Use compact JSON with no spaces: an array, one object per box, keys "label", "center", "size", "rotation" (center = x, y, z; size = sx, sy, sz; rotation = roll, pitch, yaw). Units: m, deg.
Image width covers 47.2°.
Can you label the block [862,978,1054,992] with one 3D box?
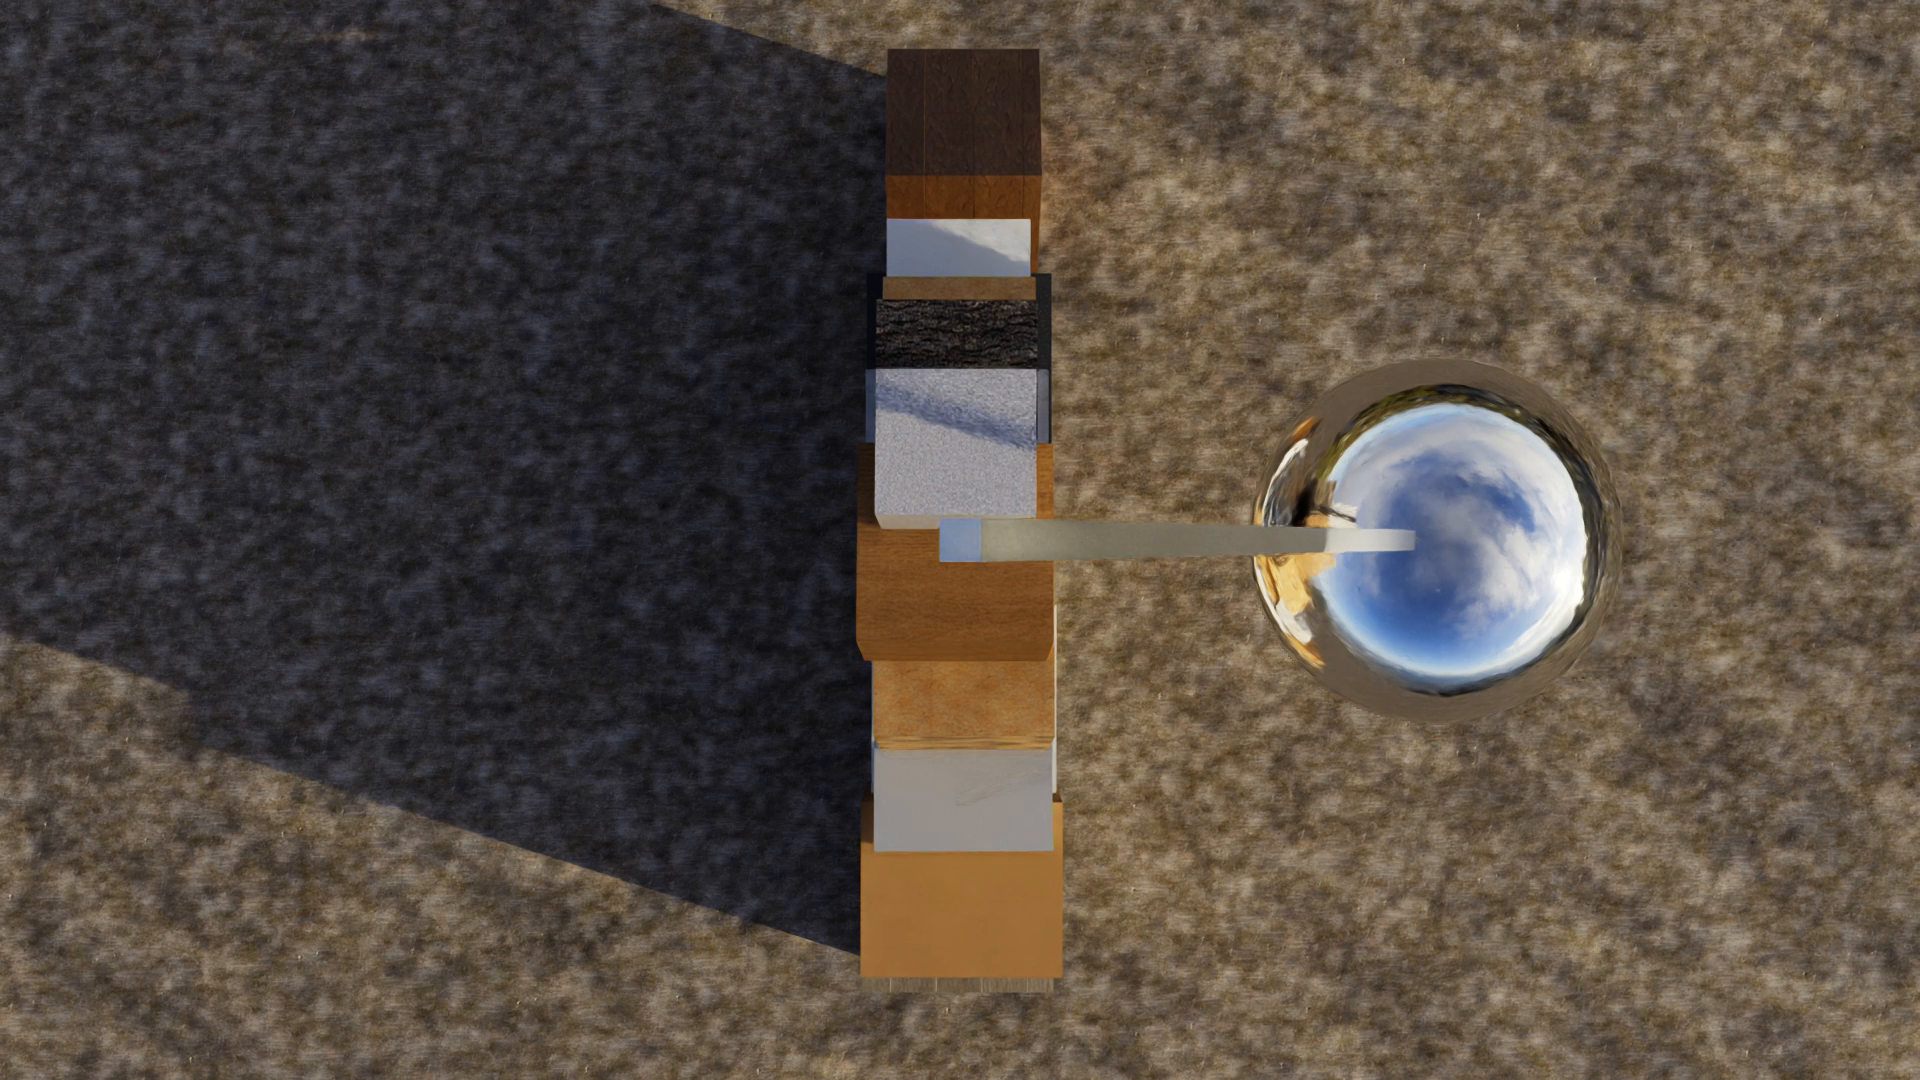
[{"label":"block","center":[-0.014,2.006,12.519],"size":[1.050,0.962,0.941],"rotation":[0,90,0]}]

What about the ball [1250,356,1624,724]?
[{"label":"ball","center":[2.074,0.000,9.641],"size":[1.600,1.600,1.600],"rotation":[0,90,0]}]

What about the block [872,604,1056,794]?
[{"label":"block","center":[0.019,0.818,11.692],"size":[0.947,0.879,0.962],"rotation":[0,89,0]}]

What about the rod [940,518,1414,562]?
[{"label":"rod","center":[0.899,0.000,6.451],"size":[0.080,5.200,0.080],"rotation":[0,90,20]}]

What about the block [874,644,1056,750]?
[{"label":"block","center":[0.019,0.531,9.933],"size":[0.781,0.831,0.772],"rotation":[0,81,0]}]

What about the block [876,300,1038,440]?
[{"label":"block","center":[-0.012,-0.644,9.202],"size":[0.654,0.678,0.547],"rotation":[0,79,0]}]

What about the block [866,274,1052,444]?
[{"label":"block","center":[-0.005,-0.868,11.612],"size":[0.935,0.985,0.961],"rotation":[0,90,0]}]

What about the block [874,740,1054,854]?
[{"label":"block","center":[0.015,1.144,10.657],"size":[0.832,0.794,0.733],"rotation":[0,81,0]}]

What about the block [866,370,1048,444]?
[{"label":"block","center":[-0.013,-0.325,10.713],"size":[0.857,0.810,0.947],"rotation":[0,90,0]}]

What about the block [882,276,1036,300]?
[{"label":"block","center":[-0.002,-0.795,9.941],"size":[0.669,0.720,0.598],"rotation":[0,79,0]}]

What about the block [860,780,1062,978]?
[{"label":"block","center":[0.008,1.756,11.535],"size":[1.013,1.006,0.880],"rotation":[0,90,0]}]

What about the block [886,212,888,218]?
[{"label":"block","center":[-0.014,-2.119,12.636],"size":[0.795,0.728,0.715],"rotation":[0,90,0]}]

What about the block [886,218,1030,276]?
[{"label":"block","center":[-0.007,-1.167,10.798],"size":[0.684,0.643,0.724],"rotation":[0,90,0]}]

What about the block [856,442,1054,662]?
[{"label":"block","center":[-0.018,0.068,9.176],"size":[0.785,0.807,0.799],"rotation":[0,81,0]}]

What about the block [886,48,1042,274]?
[{"label":"block","center":[0.019,-2.002,11.696],"size":[0.794,0.854,0.834],"rotation":[0,61,0]}]

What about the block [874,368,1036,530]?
[{"label":"block","center":[-0.013,-0.344,8.519],"size":[0.603,0.581,0.552],"rotation":[0,85,0]}]
